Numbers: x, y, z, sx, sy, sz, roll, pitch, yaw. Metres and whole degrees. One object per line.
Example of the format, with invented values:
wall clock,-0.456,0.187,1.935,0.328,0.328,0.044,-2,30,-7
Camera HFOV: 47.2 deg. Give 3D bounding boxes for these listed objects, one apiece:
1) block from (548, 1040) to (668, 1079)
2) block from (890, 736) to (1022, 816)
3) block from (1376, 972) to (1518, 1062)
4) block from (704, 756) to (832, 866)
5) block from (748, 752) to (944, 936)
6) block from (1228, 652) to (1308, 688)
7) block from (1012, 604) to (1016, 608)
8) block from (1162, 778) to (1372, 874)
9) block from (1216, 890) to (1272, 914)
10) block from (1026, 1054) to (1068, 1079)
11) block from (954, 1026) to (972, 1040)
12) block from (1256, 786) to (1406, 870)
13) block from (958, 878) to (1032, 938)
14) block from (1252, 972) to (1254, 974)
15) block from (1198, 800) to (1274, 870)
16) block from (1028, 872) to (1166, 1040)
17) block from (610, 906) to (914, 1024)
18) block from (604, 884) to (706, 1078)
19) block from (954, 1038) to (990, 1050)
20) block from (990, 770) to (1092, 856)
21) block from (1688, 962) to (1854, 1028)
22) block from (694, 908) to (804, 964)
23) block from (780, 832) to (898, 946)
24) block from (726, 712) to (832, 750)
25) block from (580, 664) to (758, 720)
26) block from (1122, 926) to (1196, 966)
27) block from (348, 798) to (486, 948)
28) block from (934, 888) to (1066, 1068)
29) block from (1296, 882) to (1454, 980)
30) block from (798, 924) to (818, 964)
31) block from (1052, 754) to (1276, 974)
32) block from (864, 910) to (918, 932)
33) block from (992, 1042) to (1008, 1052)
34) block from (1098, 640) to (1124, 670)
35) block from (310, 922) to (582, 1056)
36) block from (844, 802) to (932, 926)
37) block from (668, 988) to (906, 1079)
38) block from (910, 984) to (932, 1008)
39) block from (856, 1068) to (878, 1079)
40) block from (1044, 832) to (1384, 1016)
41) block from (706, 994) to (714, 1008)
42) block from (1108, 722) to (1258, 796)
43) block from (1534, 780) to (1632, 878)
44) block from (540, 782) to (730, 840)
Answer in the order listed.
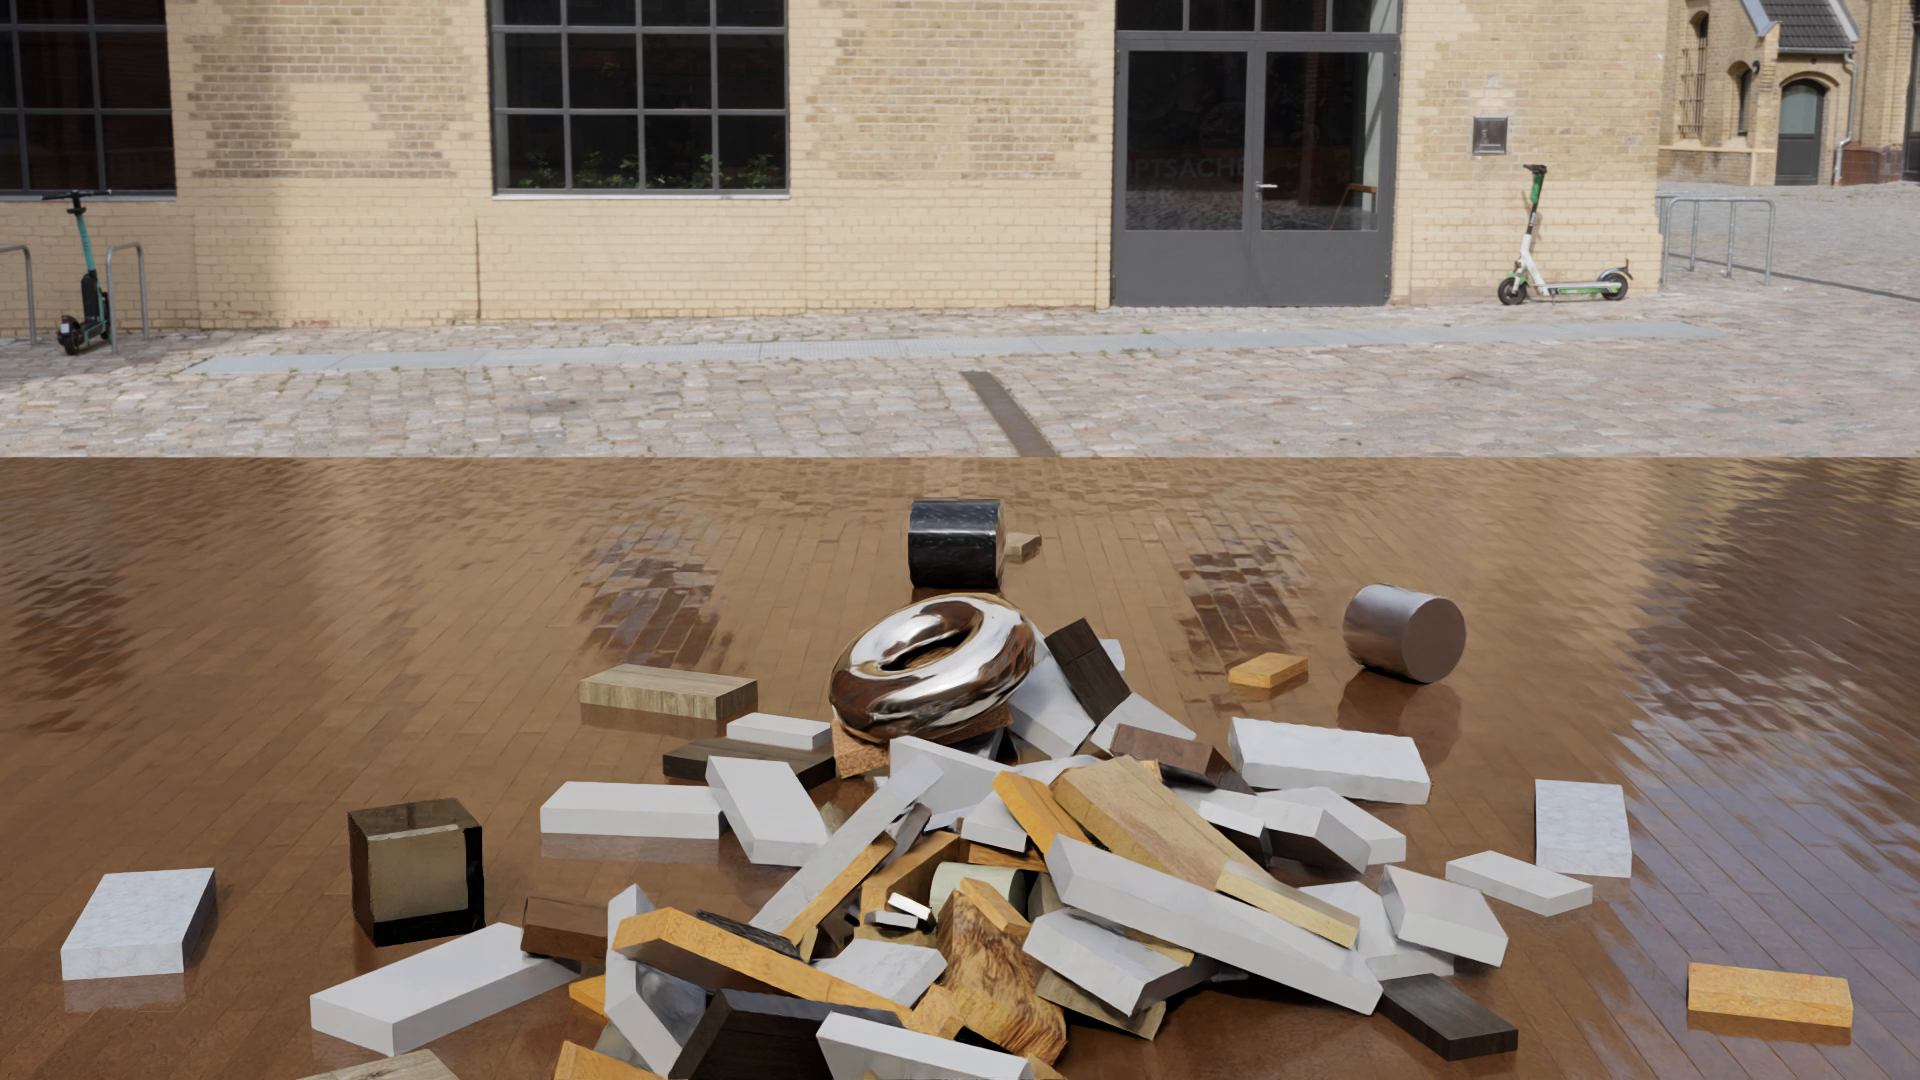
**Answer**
block,-0.427,0.722,2.659,0.166,0.047,0.332,23,8,-8
block,-0.009,0.459,3.956,0.043,0.153,0.305,-10,14,-41
block,0.682,0.676,3.123,0.110,0.031,0.220,-4,11,-19
block,-0.342,0.485,3.953,0.153,0.043,0.415,7,12,-19
block,-0.179,0.484,3.446,0.049,0.346,0.173,45,21,6
block,0.722,0.303,5.134,0.104,0.030,0.209,7,13,33
block,-0.013,0.230,4.901,0.138,0.039,0.471,-18,4,24
block,0.496,0.487,3.783,0.385,0.051,0.179,6,-22,42
block,0.430,0.561,3.319,0.104,0.015,0.052,31,29,21
block,0.218,0.730,2.623,0.104,0.029,0.463,45,-13,-25
block,-0.014,0.680,3.057,0.056,0.016,0.112,-1,-5,5
block,0.655,0.515,3.953,0.157,0.044,0.313,-3,11,-17
block,0.054,0.550,3.296,0.060,0.017,0.121,22,13,-43
block,0.490,0.642,3.349,0.052,0.015,0.104,9,14,39
block,0.465,0.499,3.712,0.108,0.031,0.217,16,-18,18
block,0.197,0.609,3.254,0.179,0.051,0.384,22,10,-4
block,-0.245,0.585,2.890,0.408,0.042,0.148,28,-28,-24
block,-0.409,0.607,2.975,0.047,0.166,0.332,-34,17,2
block,-0.011,0.689,2.938,0.083,0.023,0.166,-3,-5,7
block,0.159,0.470,3.439,0.108,0.031,0.271,22,22,-47
block,1.176,0.661,3.201,0.221,0.031,0.110,3,11,17
block,-0.297,0.607,3.155,0.149,0.042,0.297,21,-1,-15
block,-0.187,0.540,3.392,0.029,0.206,0.103,45,17,6
block,-0.372,0.400,4.611,0.209,0.030,0.104,5,12,27
block,-0.649,0.336,4.898,0.353,0.050,0.176,5,12,25
block,0.310,0.561,3.222,0.104,0.029,0.208,26,10,12
block,-0.871,0.529,3.522,0.173,0.173,0.173,-5,12,-26
block,0.055,0.621,3.137,0.179,0.051,0.358,30,9,-5
block,0.623,0.611,3.435,0.155,0.044,0.310,-3,11,-17
block,-0.237,0.626,3.292,0.016,0.058,0.116,24,14,-3
block,0.354,0.500,3.449,0.165,0.047,0.442,-10,40,-44
block,-0.102,0.555,3.208,0.060,0.017,0.121,10,-13,-8
block,0.040,0.667,3.096,0.067,0.019,0.135,37,8,-9
block,0.337,0.276,5.283,0.101,0.029,0.202,0,11,0
block,-0.744,0.650,3.209,0.173,0.049,0.361,7,13,34
block,-0.113,0.516,3.484,0.029,0.206,0.103,32,-17,6
block,-0.213,0.642,2.750,0.279,0.140,0.040,18,20,-39
block,-0.038,0.649,3.154,0.081,0.023,0.162,-5,-4,5
block,-0.160,0.732,2.557,0.141,0.040,0.282,-44,4,11
block,0.365,0.554,3.174,0.493,0.044,0.155,22,11,-12
block,-0.360,0.675,3.104,0.135,0.019,0.068,8,32,37
block,0.407,0.423,3.874,0.179,0.051,0.358,12,-18,29
block,1.116,0.514,3.955,0.157,0.044,0.408,3,11,14
block,-0.587,0.496,4.046,0.329,0.047,0.165,1,11,7
